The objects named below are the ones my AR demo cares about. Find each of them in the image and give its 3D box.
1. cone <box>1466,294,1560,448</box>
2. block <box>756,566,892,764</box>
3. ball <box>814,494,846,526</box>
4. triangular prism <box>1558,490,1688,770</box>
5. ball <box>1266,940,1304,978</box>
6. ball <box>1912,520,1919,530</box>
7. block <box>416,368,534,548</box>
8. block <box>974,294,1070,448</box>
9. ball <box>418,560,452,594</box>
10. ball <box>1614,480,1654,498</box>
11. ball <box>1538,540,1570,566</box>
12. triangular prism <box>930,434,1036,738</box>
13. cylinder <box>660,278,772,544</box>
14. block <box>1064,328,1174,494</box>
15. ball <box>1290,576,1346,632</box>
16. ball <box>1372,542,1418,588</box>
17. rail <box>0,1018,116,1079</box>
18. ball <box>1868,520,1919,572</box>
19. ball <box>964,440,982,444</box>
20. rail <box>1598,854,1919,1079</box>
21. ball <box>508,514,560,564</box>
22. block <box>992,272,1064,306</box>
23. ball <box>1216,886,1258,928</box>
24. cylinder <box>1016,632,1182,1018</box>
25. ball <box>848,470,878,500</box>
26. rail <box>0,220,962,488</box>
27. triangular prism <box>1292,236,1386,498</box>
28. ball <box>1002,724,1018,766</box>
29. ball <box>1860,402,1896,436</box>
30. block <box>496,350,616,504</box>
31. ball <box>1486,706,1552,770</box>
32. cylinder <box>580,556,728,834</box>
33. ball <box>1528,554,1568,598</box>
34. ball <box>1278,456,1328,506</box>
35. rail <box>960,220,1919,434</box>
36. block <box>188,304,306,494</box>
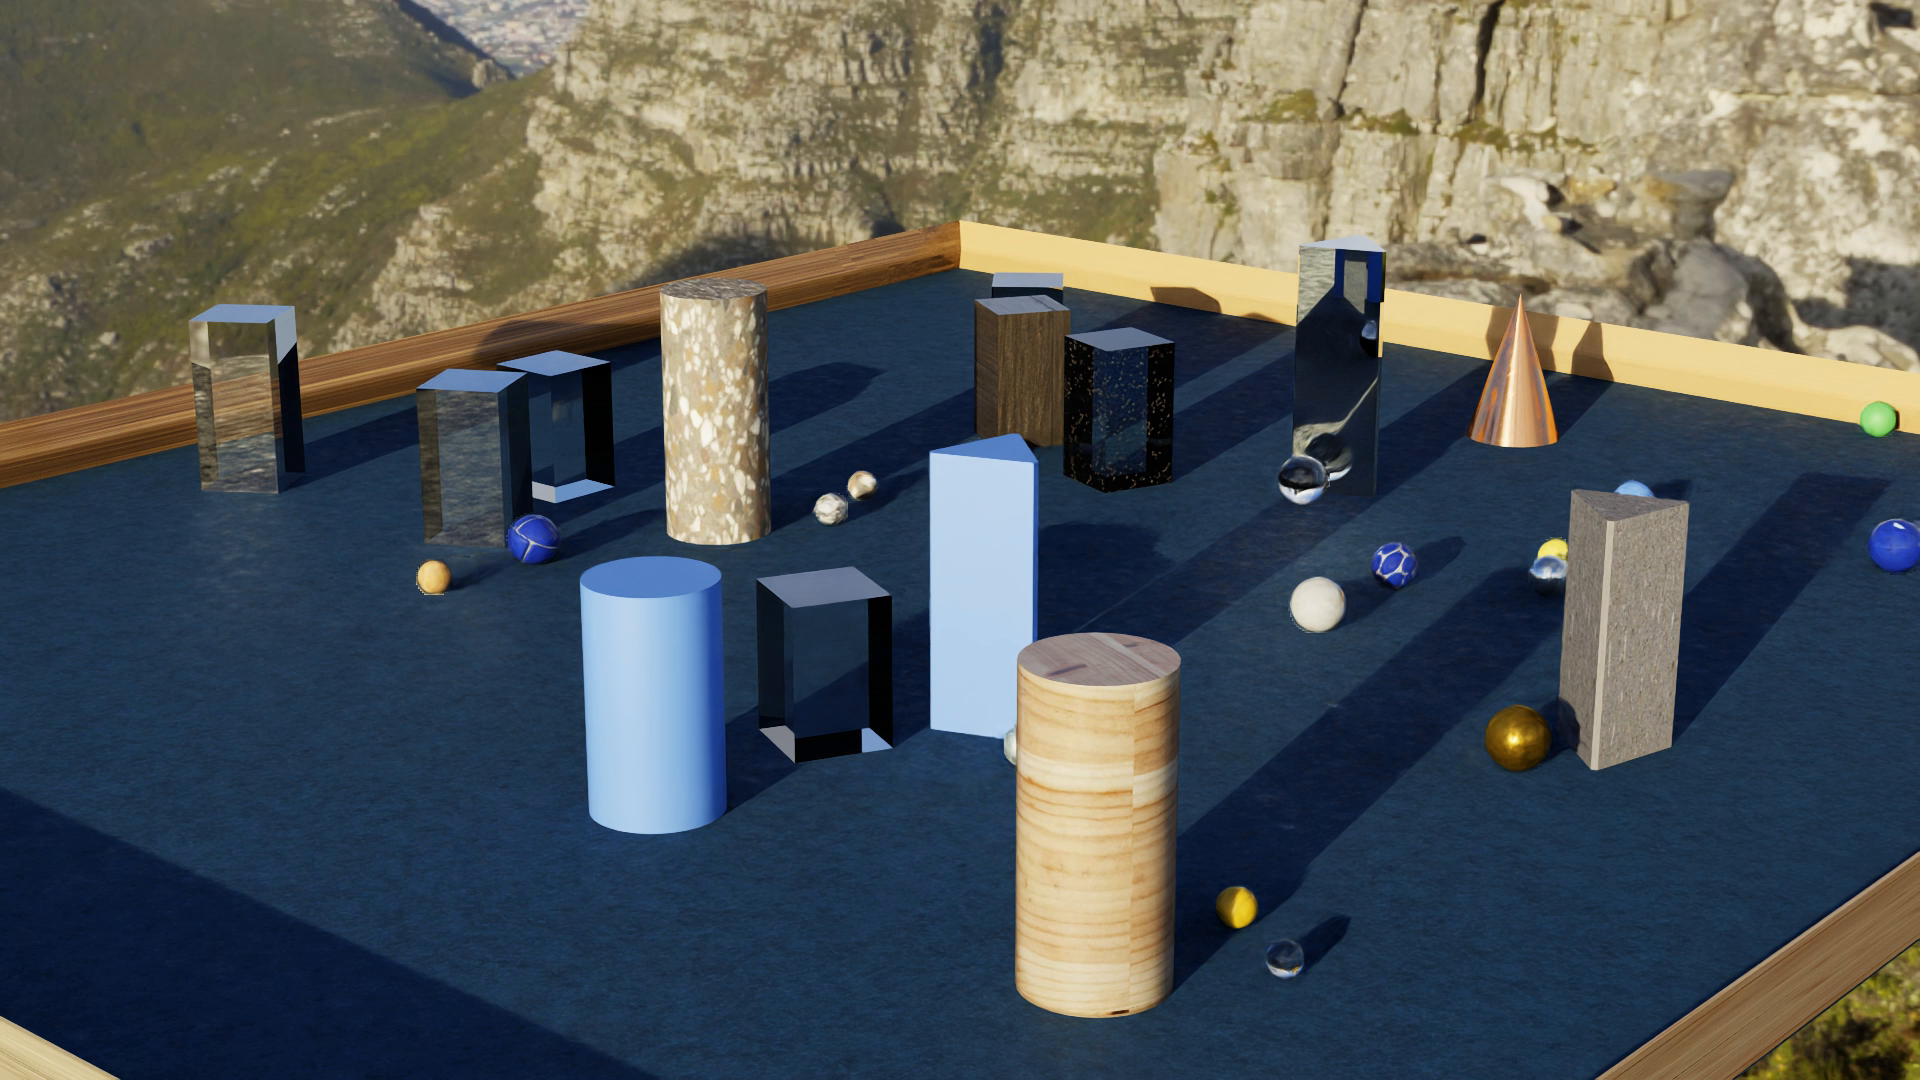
[{"bbox_3d":[1.166,-0.367,6.140,0.196,0.305,0.196,0,17,0],"label":"cone"},{"bbox_3d":[-0.204,0.186,4.415,0.157,0.242,0.157,-7,18,-22],"label":"block"},{"bbox_3d":[-0.245,-0.058,5.539,0.060,0.060,0.060,0,17,0],"label":"ball"},{"bbox_3d":[0.960,0.125,4.375,0.170,0.382,0.147,-12,21,-35],"label":"triangular prism"},{"bbox_3d":[0.404,0.520,3.642,0.048,0.048,0.048,0,17,0],"label":"ball"},{"bbox_3d":[1.763,-0.006,5.357,0.066,0.066,0.066,0,17,0],"label":"ball"},{"bbox_3d":[-0.898,-0.152,5.443,0.157,0.296,0.157,3,17,11],"label":"block"},{"bbox_3d":[0.129,-0.351,6.122,0.157,0.285,0.157,-5,18,-17],"label":"block"},{"bbox_3d":[-0.920,0.064,5.134,0.059,0.059,0.059,0,17,0],"label":"ball"},{"bbox_3d":[1.275,-0.072,5.551,0.080,0.080,0.080,0,17,0],"label":"ball"},{"bbox_3d":[1.064,0.031,5.235,0.065,0.065,0.065,0,17,0],"label":"ball"},{"bbox_3d":[0.060,0.067,4.469,0.170,0.438,0.147,6,18,20],"label":"triangular prism"},{"bbox_3d":[-0.453,-0.240,5.448,0.196,0.461,0.196,0,17,0],"label":"cylinder"},{"bbox_3d":[0.314,-0.259,5.816,0.157,0.286,0.157,-9,19,-28],"label":"block"},{"bbox_3d":[0.603,0.108,4.929,0.094,0.094,0.094,0,17,0],"label":"ball"},{"bbox_3d":[0.765,0.045,5.161,0.081,0.081,0.081,0,17,0],"label":"ball"},{"bbox_3d":[-1.400,0.497,3.576,3.754,0.128,0.045,14,22,39],"label":"rail"},{"bbox_3d":[1.676,0.011,5.248,0.097,0.097,0.097,0,17,0],"label":"ball"},{"bbox_3d":[0.030,-0.170,5.899,0.066,0.066,0.066,0,17,0],"label":"ball"},{"bbox_3d":[1.399,0.383,3.957,0.045,0.128,4.319,14,22,39],"label":"rail"},{"bbox_3d":[-0.769,-0.001,5.296,0.091,0.091,0.091,0,17,0],"label":"ball"},{"bbox_3d":[0.153,-0.470,6.600,0.157,0.236,0.157,1,17,3],"label":"block"},{"bbox_3d":[0.357,0.474,3.784,0.055,0.055,0.055,0,17,0],"label":"ball"},{"bbox_3d":[0.166,0.345,3.571,0.196,0.424,0.196,0,17,0],"label":"cylinder"},{"bbox_3d":[-0.189,-0.106,5.701,0.059,0.059,0.059,0,17,0],"label":"ball"},{"bbox_3d":[-1.399,-0.319,6.283,0.045,0.128,4.319,14,22,39],"label":"rail"},{"bbox_3d":[0.759,-0.345,5.751,0.170,0.487,0.147,7,18,22],"label":"triangular prism"},{"bbox_3d":[0.096,0.303,4.331,0.066,0.066,0.066,0,17,0],"label":"ball"},{"bbox_3d":[1.930,-0.254,6.166,0.074,0.074,0.074,0,17,0],"label":"ball"},{"bbox_3d":[-0.793,-0.224,5.756,0.157,0.253,0.157,14,22,38],"label":"block"},{"bbox_3d":[0.822,0.291,4.317,0.097,0.097,0.097,0,17,0],"label":"ball"},{"bbox_3d":[-0.431,0.217,4.134,0.196,0.345,0.196,0,17,0],"label":"cylinder"},{"bbox_3d":[1.028,0.063,5.113,0.074,0.074,0.074,0,17,0],"label":"ball"},{"bbox_3d":[0.663,-0.116,5.668,0.096,0.096,0.096,0,17,0],"label":"ball"},{"bbox_3d":[1.400,-0.434,6.664,3.754,0.128,0.045,14,22,39],"label":"rail"},{"bbox_3d":[-1.405,-0.280,5.786,0.157,0.342,0.157,2,17,7],"label":"block"}]
